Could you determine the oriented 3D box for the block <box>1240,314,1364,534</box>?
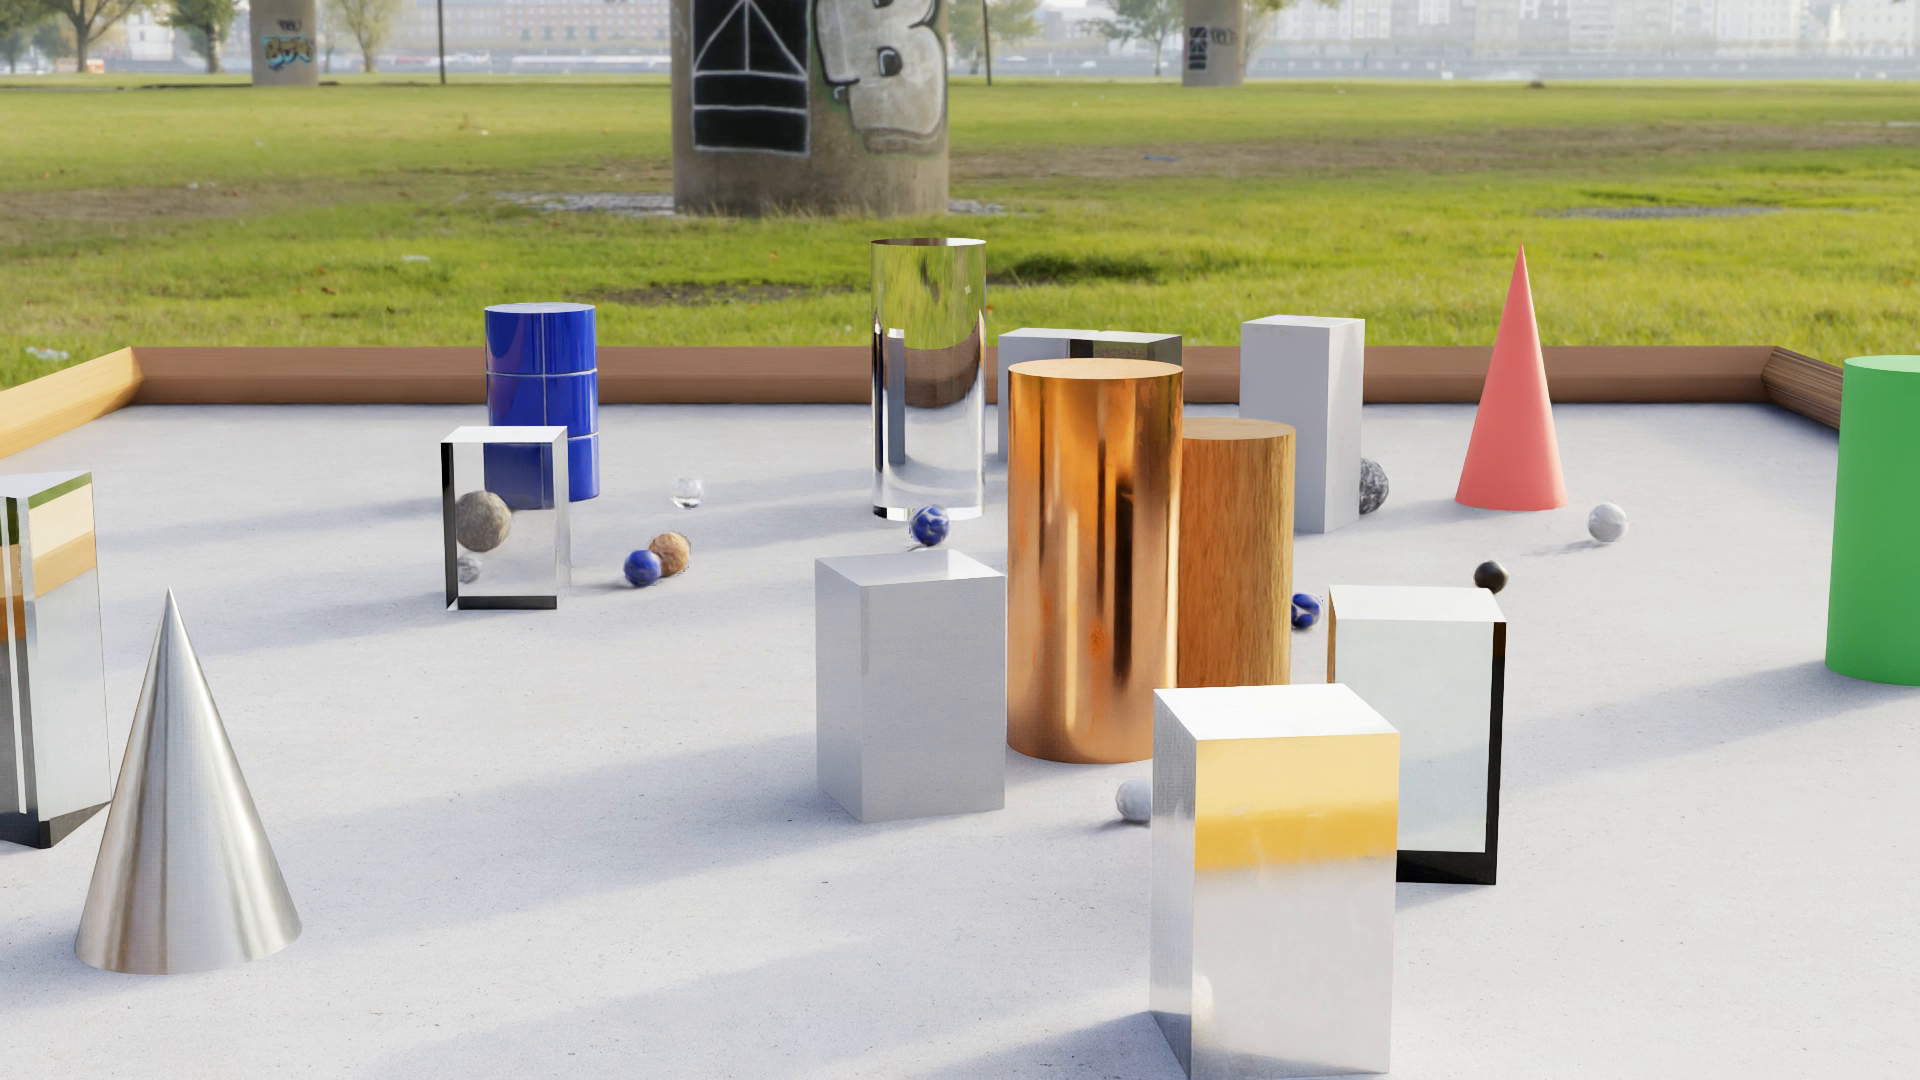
[{"bbox_3d":[0.540,-0.186,4.067,0.148,0.322,0.148,6,12,29],"label":"block"}]

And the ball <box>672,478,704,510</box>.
[{"bbox_3d":[-0.447,-0.077,4.211,0.053,0.053,0.053,0,11,0],"label":"ball"}]

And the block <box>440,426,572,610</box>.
[{"bbox_3d":[-0.616,-0.032,3.497,0.148,0.228,0.148,0,11,-1],"label":"block"}]

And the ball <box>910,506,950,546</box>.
[{"bbox_3d":[-0.044,-0.022,3.897,0.061,0.061,0.061,0,11,0],"label":"ball"}]

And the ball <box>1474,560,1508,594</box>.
[{"bbox_3d":[0.733,0.052,3.543,0.047,0.047,0.047,0,11,0],"label":"ball"}]

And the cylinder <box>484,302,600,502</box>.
[{"bbox_3d":[-0.703,-0.233,4.324,0.185,0.318,0.185,0,11,0],"label":"cylinder"}]

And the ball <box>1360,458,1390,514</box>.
[{"bbox_3d":[0.650,-0.088,4.167,0.092,0.092,0.092,0,11,0],"label":"ball"}]

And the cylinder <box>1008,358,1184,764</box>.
[{"bbox_3d":[0.143,0.019,2.743,0.185,0.406,0.185,0,11,0],"label":"cylinder"}]

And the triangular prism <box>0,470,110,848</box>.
[{"bbox_3d":[-0.885,0.107,2.470,0.160,0.333,0.139,7,13,32],"label":"triangular prism"}]

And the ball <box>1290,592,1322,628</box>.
[{"bbox_3d":[0.445,0.091,3.328,0.049,0.049,0.049,0,11,0],"label":"ball"}]

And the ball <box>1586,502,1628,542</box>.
[{"bbox_3d":[0.990,-0.027,3.923,0.061,0.061,0.061,0,11,0],"label":"ball"}]

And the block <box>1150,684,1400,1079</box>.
[{"bbox_3d":[0.230,0.251,1.909,0.148,0.256,0.148,-1,11,-7],"label":"block"}]

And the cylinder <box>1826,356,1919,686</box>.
[{"bbox_3d":[1.147,-0.026,3.079,0.185,0.371,0.185,0,11,0],"label":"cylinder"}]

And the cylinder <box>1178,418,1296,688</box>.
[{"bbox_3d":[0.298,0.020,3.010,0.185,0.305,0.185,0,11,0],"label":"cylinder"}]

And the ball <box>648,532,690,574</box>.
[{"bbox_3d":[-0.417,0.019,3.681,0.060,0.060,0.060,0,11,0],"label":"ball"}]

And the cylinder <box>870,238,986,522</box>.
[{"bbox_3d":[-0.051,-0.262,4.151,0.185,0.440,0.185,0,11,0],"label":"cylinder"}]

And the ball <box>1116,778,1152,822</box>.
[{"bbox_3d":[0.172,0.252,2.486,0.042,0.042,0.042,0,11,0],"label":"ball"}]

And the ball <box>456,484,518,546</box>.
[{"bbox_3d":[-0.720,-0.038,3.900,0.092,0.092,0.092,0,11,0],"label":"ball"}]

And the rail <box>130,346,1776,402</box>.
[{"bbox_3d":[-0.012,-0.353,5.499,3.540,0.120,0.045,0,11,0],"label":"rail"}]

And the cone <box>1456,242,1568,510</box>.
[{"bbox_3d":[0.922,-0.279,4.251,0.185,0.436,0.185,0,11,0],"label":"cone"}]

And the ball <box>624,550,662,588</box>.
[{"bbox_3d":[-0.444,0.040,3.588,0.053,0.053,0.053,0,11,0],"label":"ball"}]

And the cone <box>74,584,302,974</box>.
[{"bbox_3d":[-0.649,0.185,2.133,0.185,0.302,0.185,0,11,0],"label":"cone"}]

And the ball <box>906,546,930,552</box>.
[{"bbox_3d":[-0.059,0.032,3.643,0.049,0.049,0.049,0,11,0],"label":"ball"}]

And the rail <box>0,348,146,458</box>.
[{"bbox_3d":[-1.746,0.033,3.440,0.045,0.120,4.218,0,11,0],"label":"rail"}]

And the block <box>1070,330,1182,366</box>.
[{"bbox_3d":[0.292,-0.235,4.529,0.148,0.248,0.148,6,12,29],"label":"block"}]

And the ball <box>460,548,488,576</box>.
[{"bbox_3d":[-0.696,0.031,3.672,0.041,0.041,0.041,0,11,0],"label":"ball"}]

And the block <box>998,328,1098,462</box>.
[{"bbox_3d":[0.164,-0.268,4.749,0.148,0.231,0.148,4,11,19],"label":"block"}]

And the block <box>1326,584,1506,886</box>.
[{"bbox_3d":[0.413,0.176,2.352,0.148,0.241,0.148,1,11,5],"label":"block"}]

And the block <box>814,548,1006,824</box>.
[{"bbox_3d":[-0.051,0.142,2.551,0.148,0.235,0.148,-4,11,-20],"label":"block"}]

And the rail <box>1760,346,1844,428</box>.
[{"bbox_3d":[1.746,0.029,3.460,0.045,0.120,4.218,0,11,0],"label":"rail"}]
